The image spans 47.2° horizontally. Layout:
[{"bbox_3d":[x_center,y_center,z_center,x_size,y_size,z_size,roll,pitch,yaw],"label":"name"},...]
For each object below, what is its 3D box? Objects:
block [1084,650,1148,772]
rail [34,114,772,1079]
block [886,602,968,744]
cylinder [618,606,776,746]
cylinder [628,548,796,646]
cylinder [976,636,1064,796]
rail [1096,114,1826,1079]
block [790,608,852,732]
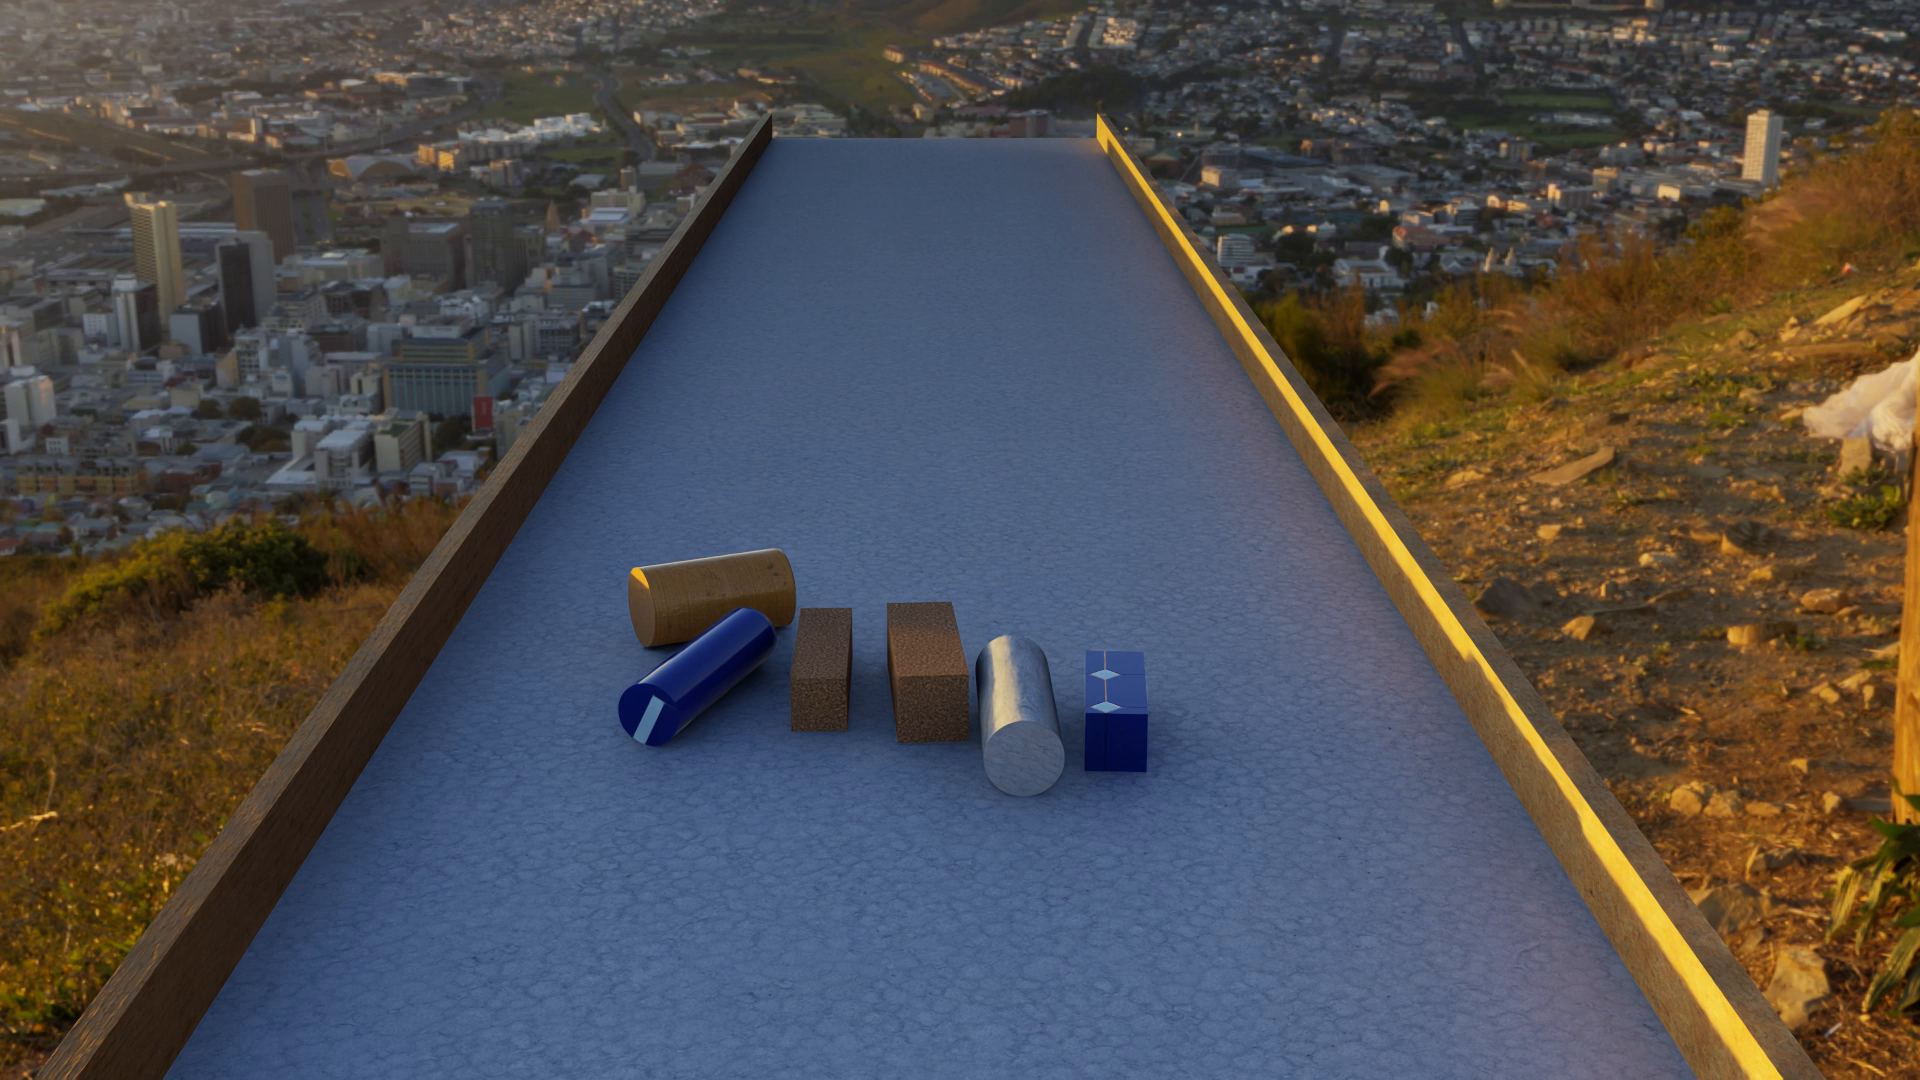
[{"bbox_3d":[0.282,0.308,4.001,0.109,0.109,0.327,1,17,3],"label":"block"},{"bbox_3d":[-1.118,-0.838,7.780,0.050,0.150,12.000,0,17,-1],"label":"rail"},{"bbox_3d":[-0.064,0.245,4.177,0.129,0.129,0.423,-1,17,-4],"label":"block"},{"bbox_3d":[-0.491,0.252,4.170,0.120,0.120,0.460,5,17,17],"label":"cylinder"},{"bbox_3d":[-0.512,0.117,4.543,0.307,0.165,0.165,-8,18,-25],"label":"cylinder"},{"bbox_3d":[0.103,0.308,3.947,0.139,0.139,0.444,0,17,-1],"label":"cylinder"},{"bbox_3d":[0.932,-0.844,7.801,0.050,0.150,12.000,0,17,-1],"label":"rail"},{"bbox_3d":[-0.263,0.244,4.227,0.103,0.103,0.412,0,17,-1],"label":"block"}]
